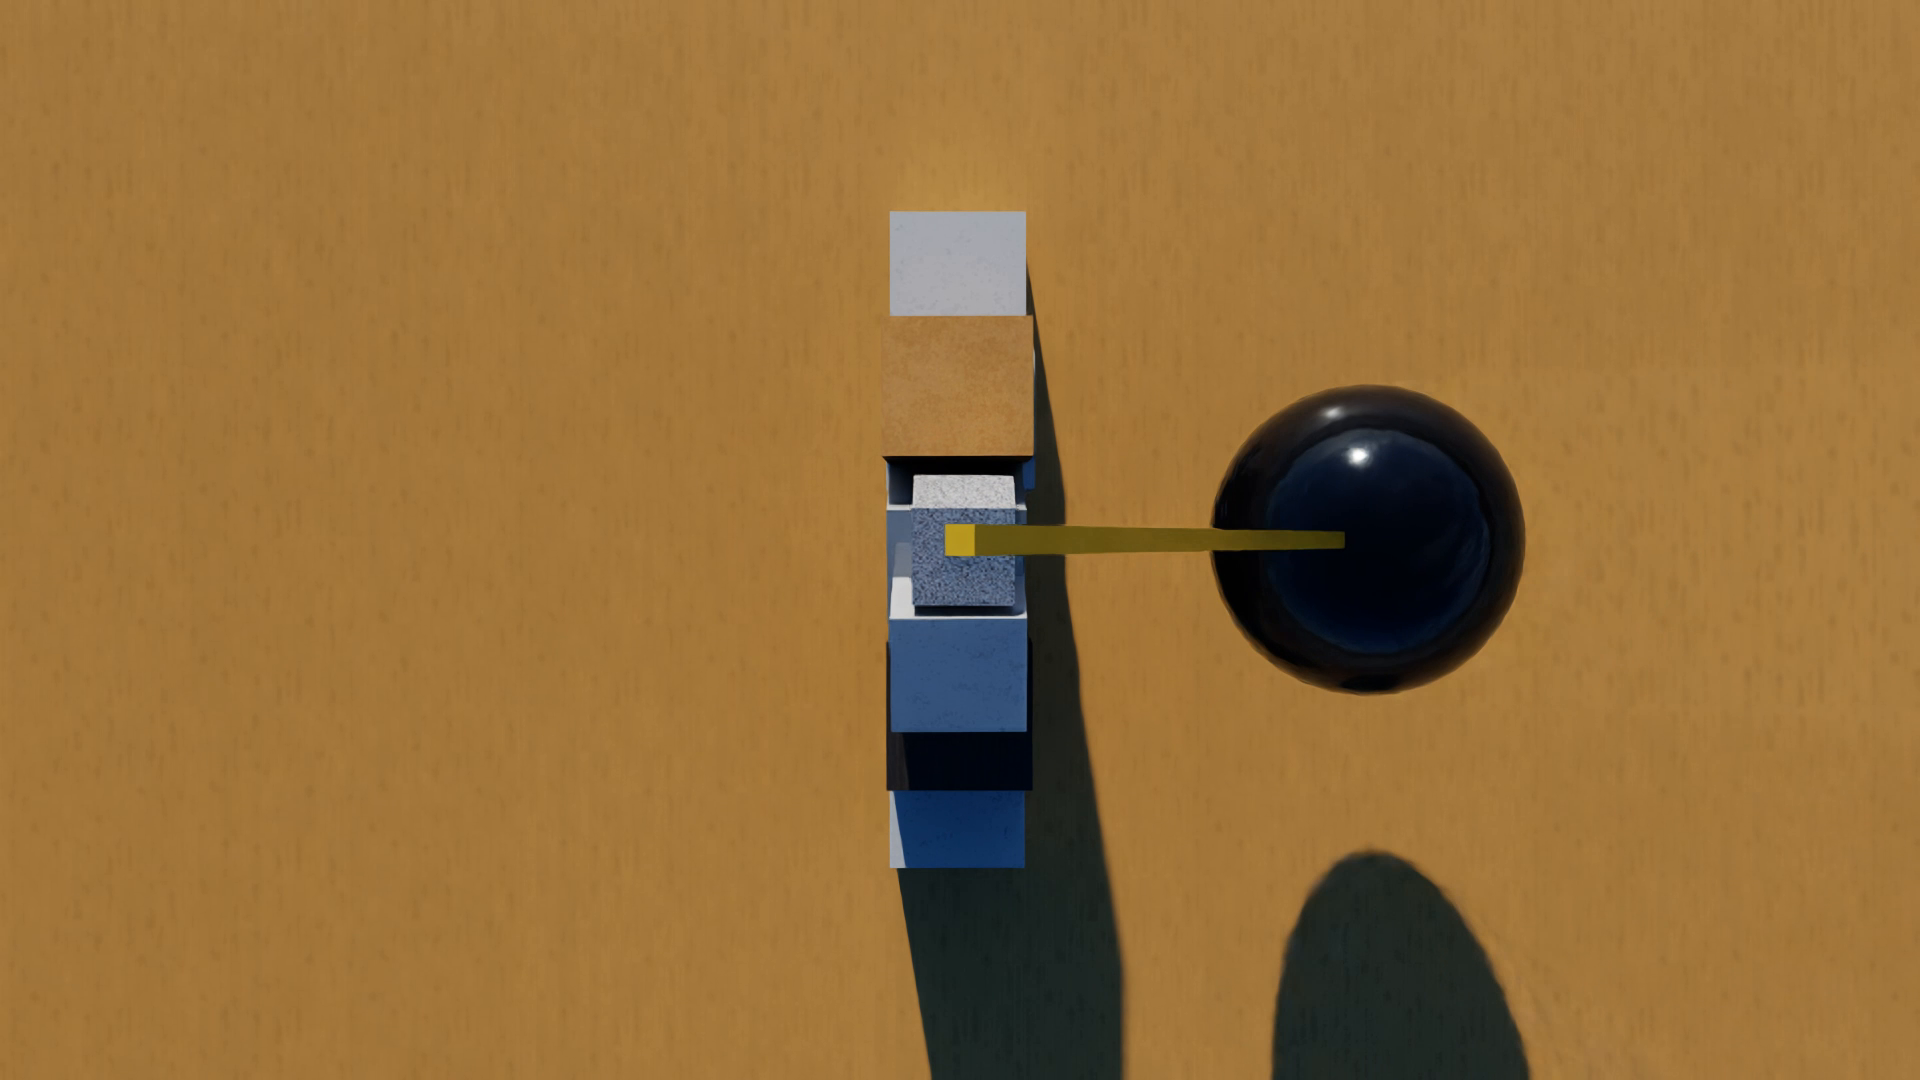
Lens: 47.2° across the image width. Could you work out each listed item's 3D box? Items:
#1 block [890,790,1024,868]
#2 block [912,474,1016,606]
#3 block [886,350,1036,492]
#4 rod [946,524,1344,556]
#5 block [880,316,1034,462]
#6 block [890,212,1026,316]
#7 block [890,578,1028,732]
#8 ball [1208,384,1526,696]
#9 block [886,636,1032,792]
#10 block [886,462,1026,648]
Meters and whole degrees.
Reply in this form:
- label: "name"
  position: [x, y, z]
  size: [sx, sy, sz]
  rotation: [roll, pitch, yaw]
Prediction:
- label: "block"
  position: [-0.015, 1.483, 12.634]
  size: [0.754, 0.731, 0.694]
  rotation: [0, 90, 0]
- label: "block"
  position: [0.018, -0.004, 11.047]
  size: [0.507, 0.542, 0.505]
  rotation: [0, 109, 0]
- label: "block"
  position: [0.003, -0.663, 12.564]
  size: [0.821, 0.873, 0.763]
  rotation: [0, 90, 0]
- label: "rod"
  position: [0.899, 0.000, 8.060]
  size: [0.080, 5.200, 0.080]
  rotation: [0, 90, 20]
- label: "block"
  position: [-0.014, -0.789, 11.685]
  size: [0.780, 0.885, 0.716]
  rotation: [0, 90, 0]
- label: "block"
  position: [-0.011, -1.442, 12.623]
  size: [0.758, 0.754, 0.776]
  rotation: [0, 90, 0]
- label: "block"
  position: [-0.006, 0.580, 11.234]
  size: [0.680, 0.567, 0.614]
  rotation: [0, 110, 0]
- label: "ball"
  position: [2.074, 0.000, 11.250]
  size: [1.600, 1.600, 1.600]
  rotation: [0, 90, 0]
- label: "block"
  position: [-0.003, 0.929, 11.940]
  size: [0.774, 0.643, 0.785]
  rotation: [0, 91, 0]
- label: "block"
  position: [-0.018, 0.069, 11.804]
  size: [0.717, 0.840, 0.765]
  rotation: [0, 109, 0]
